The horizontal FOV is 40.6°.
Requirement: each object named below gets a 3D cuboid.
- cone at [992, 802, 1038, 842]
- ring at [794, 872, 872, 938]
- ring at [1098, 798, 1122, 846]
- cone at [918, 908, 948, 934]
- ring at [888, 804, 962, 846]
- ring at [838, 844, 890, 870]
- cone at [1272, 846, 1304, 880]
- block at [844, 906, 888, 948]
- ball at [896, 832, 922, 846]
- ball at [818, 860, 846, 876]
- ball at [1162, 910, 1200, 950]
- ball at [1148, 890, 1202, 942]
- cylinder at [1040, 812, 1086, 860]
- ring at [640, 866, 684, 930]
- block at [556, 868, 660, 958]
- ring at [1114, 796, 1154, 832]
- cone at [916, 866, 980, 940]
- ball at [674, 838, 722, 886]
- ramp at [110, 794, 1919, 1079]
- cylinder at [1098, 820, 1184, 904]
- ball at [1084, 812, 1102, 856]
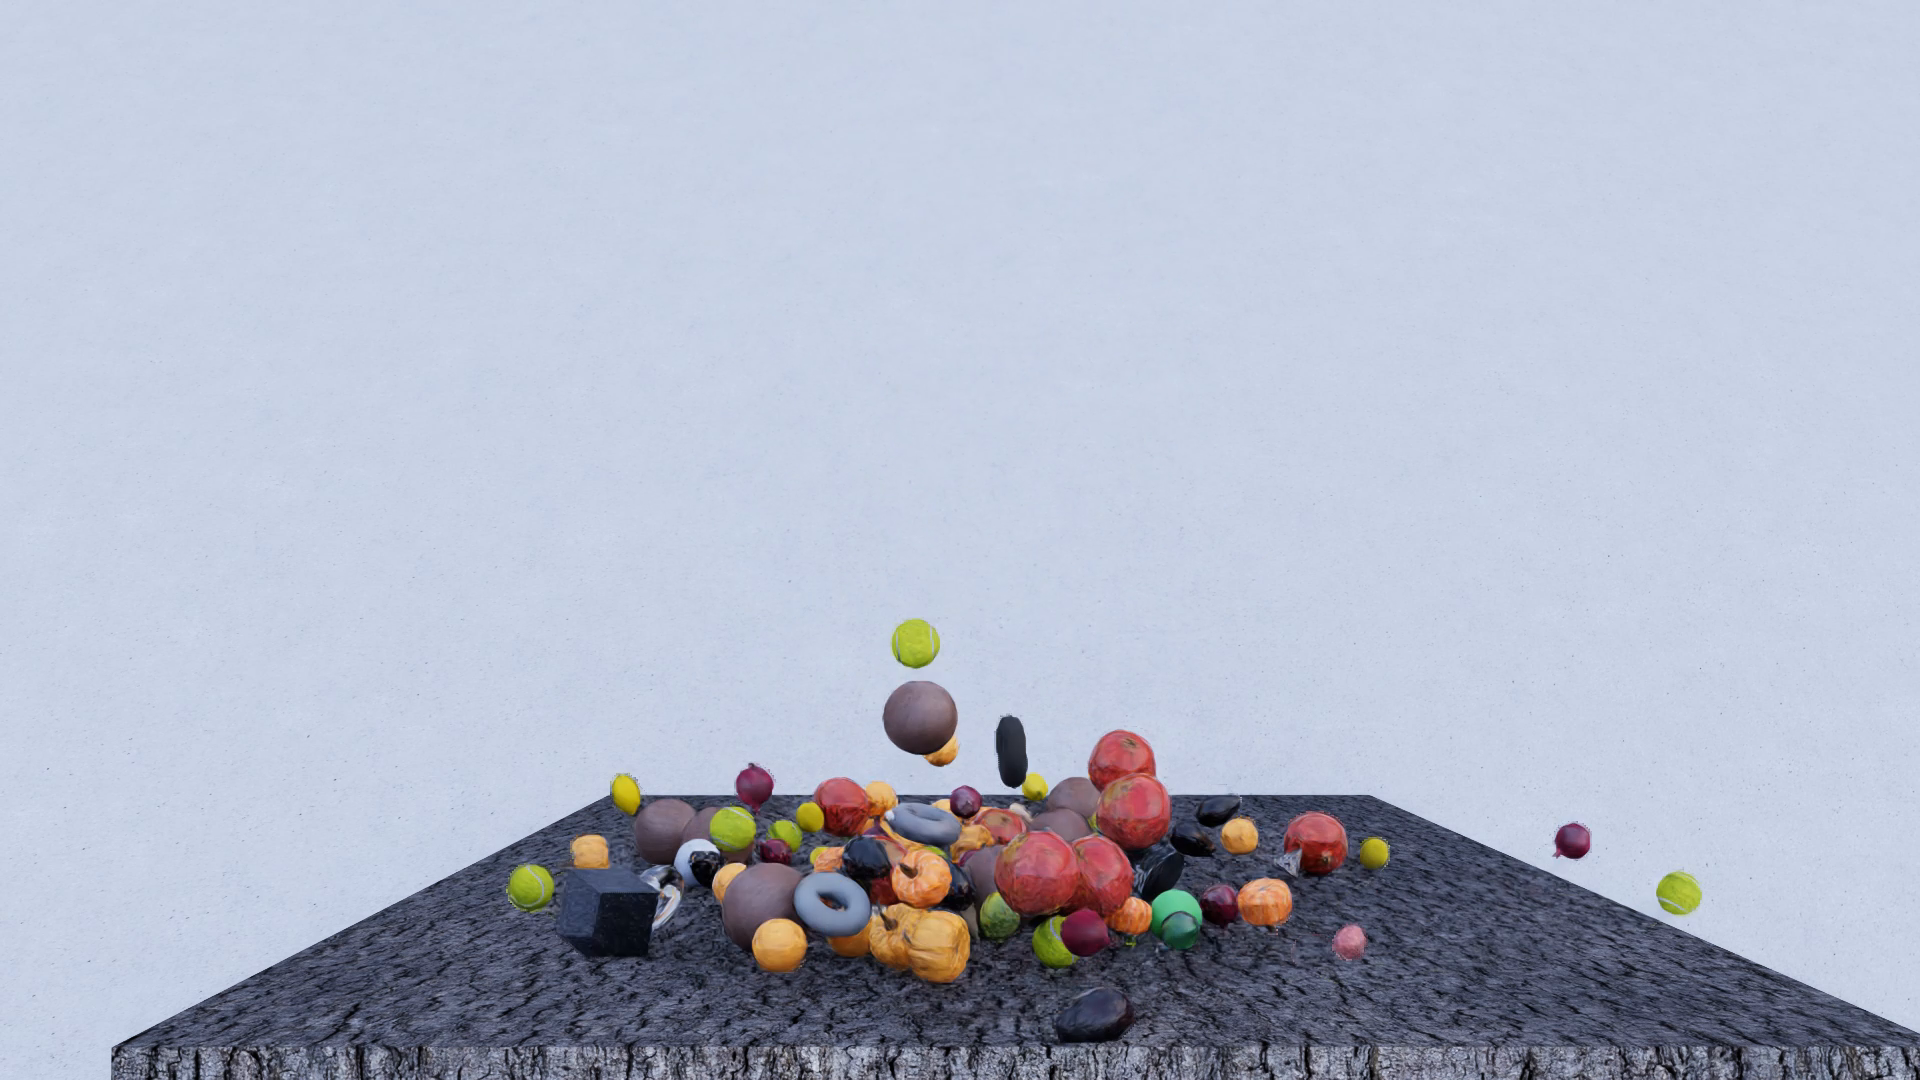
[{"bbox_3d":[0.100,0.608,5.405,0.090,0.090,0.090,-30,44,-29],"label":"cone"},{"bbox_3d":[-0.171,0.491,3.499,0.109,0.036,0.109,16,34,-11],"label":"ring"},{"bbox_3d":[0.280,0.526,4.592,0.048,0.143,0.143,-11,36,-11],"label":"ring"},{"bbox_3d":[-0.031,0.554,3.795,0.050,0.050,0.050,-11,1,-15],"label":"cone"},{"bbox_3d":[-0.059,0.476,4.354,0.126,0.042,0.126,14,11,-3],"label":"ring"},{"bbox_3d":[-0.177,0.588,4.814,0.098,0.033,0.098,4,6,0],"label":"ring"},{"bbox_3d":[0.595,0.567,4.628,0.054,0.054,0.054,34,85,39],"label":"cone"},{"bbox_3d":[-0.134,0.544,3.655,0.058,0.058,0.058,1,-7,-5],"label":"block"},{"bbox_3d":[-0.091,0.583,5.294,0.083,0.083,0.083,0,35,0],"label":"ball"},{"bbox_3d":[-0.220,0.574,4.454,0.052,0.052,0.052,0,35,0],"label":"ball"},{"bbox_3d":[0.310,0.548,3.646,0.055,0.055,0.055,0,35,0],"label":"ball"},{"bbox_3d":[0.308,0.539,3.714,0.077,0.077,0.077,0,35,0],"label":"ball"},{"bbox_3d":[0.196,0.564,4.934,0.066,0.066,0.066,14,59,19],"label":"cylinder"},{"bbox_3d":[-0.456,0.532,3.845,0.037,0.112,0.112,33,46,31],"label":"ring"},{"bbox_3d":[-0.487,0.514,3.586,0.093,0.093,0.093,5,13,-39],"label":"block"},{"bbox_3d":[0.273,0.464,4.077,0.041,0.122,0.122,-2,34,-13],"label":"ring"},{"bbox_3d":[0.001,0.540,3.761,0.096,0.096,0.096,-29,78,-35],"label":"cone"},{"bbox_3d":[-0.454,0.560,4.507,0.082,0.082,0.082,0,35,0],"label":"ball"},{"bbox_3d":[0.077,0.661,4.822,2.000,0.100,4.000,0,-2,0],"label":"ramp"},{"bbox_3d":[0.276,0.488,3.943,0.091,0.091,0.091,-27,48,-34],"label":"cylinder"},{"bbox_3d":[0.286,0.572,5.057,0.091,0.091,0.091,0,35,0],"label":"ball"}]
